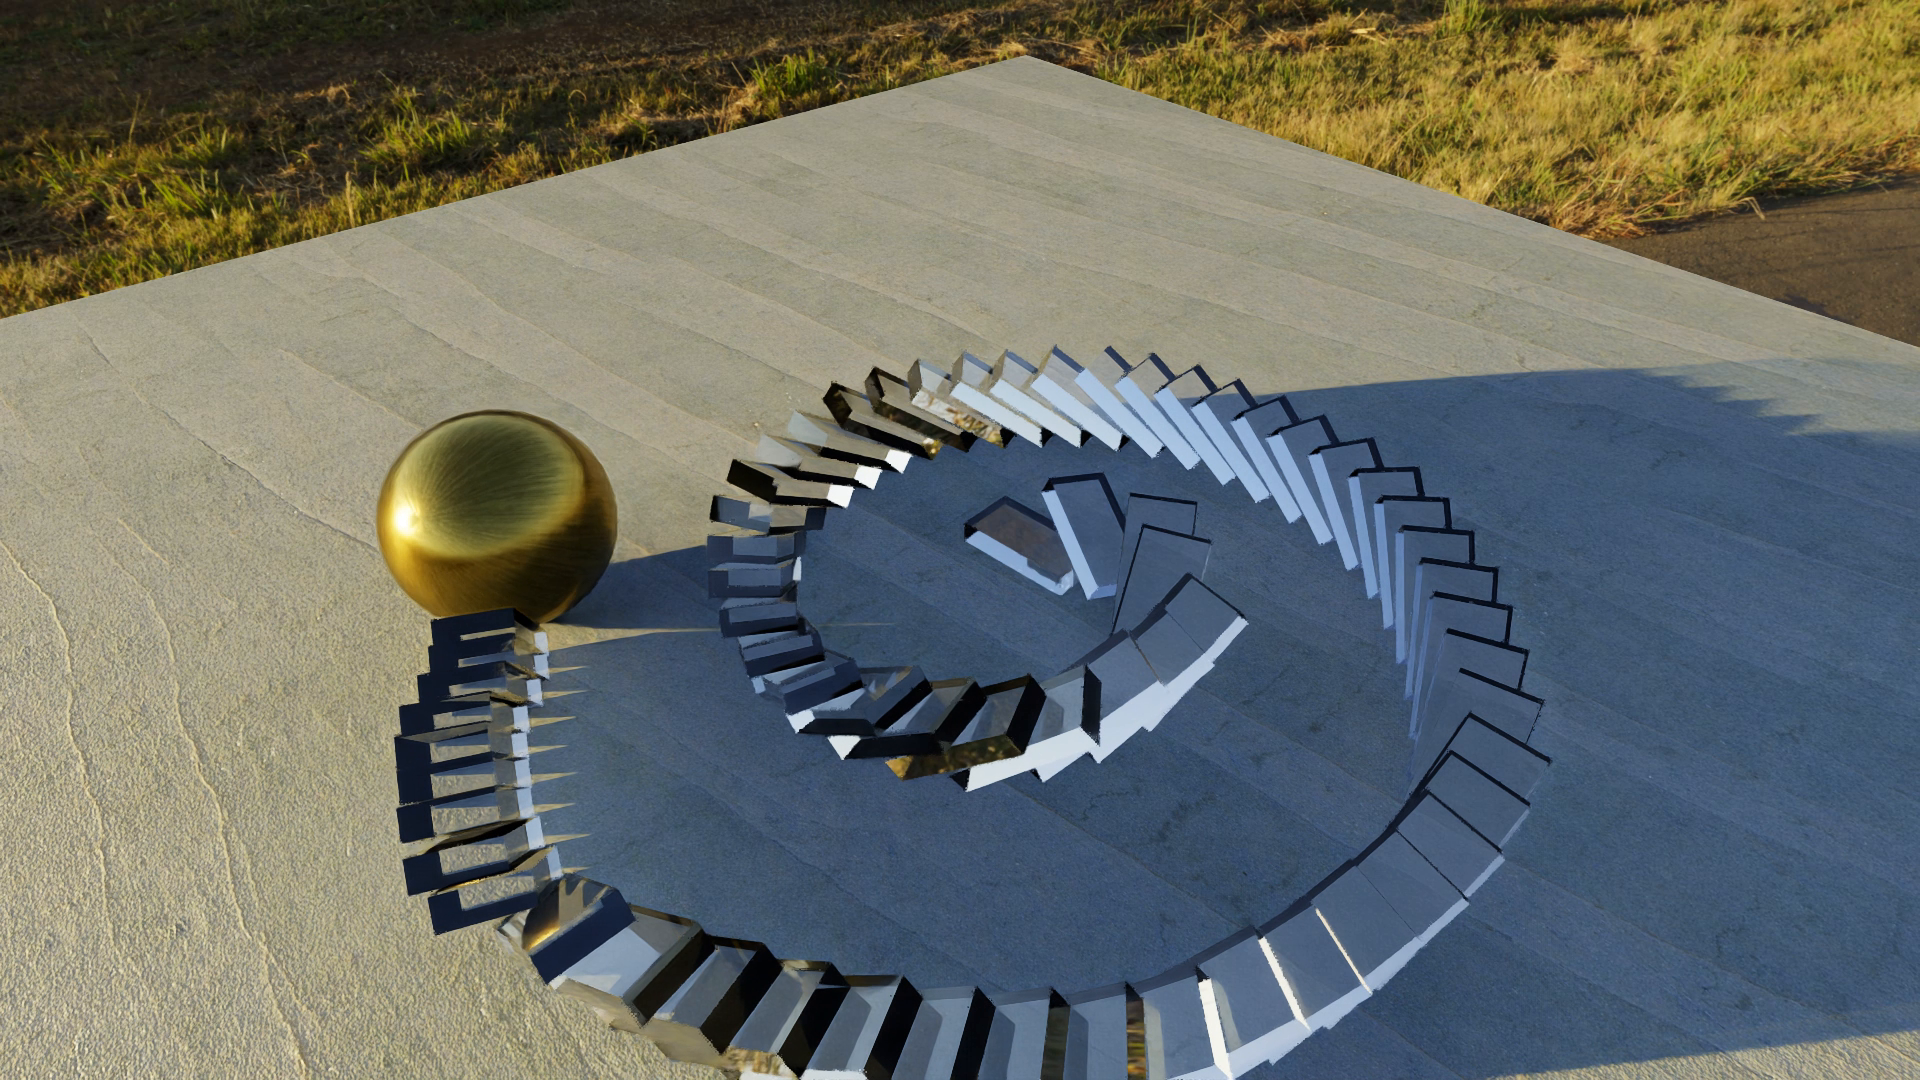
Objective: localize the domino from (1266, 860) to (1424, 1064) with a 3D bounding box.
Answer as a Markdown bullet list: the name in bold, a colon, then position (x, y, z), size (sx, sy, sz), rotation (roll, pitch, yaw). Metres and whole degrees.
- **domino**: position (0.092, 0.110, 0.289), size (0.050, 0.009, 0.025), rotation (-40, 46, 3)

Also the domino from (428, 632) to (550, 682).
- **domino**: position (-0.155, 0.041, 0.365), size (0.025, 0.050, 0.009), rotation (-9, 78, -11)

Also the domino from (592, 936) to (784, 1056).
- **domino**: position (-0.071, 0.115, 0.283), size (0.050, 0.009, 0.025), rotation (-12, 26, 41)

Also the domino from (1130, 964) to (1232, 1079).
- **domino**: position (0.039, 0.125, 0.270), size (0.050, 0.009, 0.025), rotation (-27, 35, 19)

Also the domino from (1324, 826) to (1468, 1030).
- **domino**: position (0.108, 0.104, 0.296), size (0.050, 0.010, 0.025), rotation (-43, 48, 1)

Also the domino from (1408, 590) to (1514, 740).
- **domino**: position (0.168, 0.044, 0.369), size (0.025, 0.010, 0.050), rotation (11, 73, 14)

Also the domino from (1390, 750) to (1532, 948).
- **domino**: position (0.137, 0.088, 0.316), size (0.050, 0.010, 0.025), rotation (-49, 54, -4)

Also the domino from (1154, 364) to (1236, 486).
- **domino**: position (0.111, -0.051, 0.486), size (0.025, 0.010, 0.050), rotation (-32, 82, -33)

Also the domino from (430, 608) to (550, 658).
- **domino**: position (-0.158, 0.034, 0.374), size (0.025, 0.050, 0.010), rotation (-9, 78, -11)

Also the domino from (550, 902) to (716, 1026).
- **domino**: position (-0.089, 0.110, 0.289), size (0.050, 0.010, 0.025), rotation (-10, 25, 46)

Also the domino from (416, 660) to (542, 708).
- **domino**: position (-0.154, 0.049, 0.356), size (0.025, 0.050, 0.009), rotation (-9, 78, -11)

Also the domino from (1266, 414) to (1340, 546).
- **domino**: position (0.150, -0.025, 0.454), size (0.025, 0.009, 0.050), rotation (-18, 76, -20)

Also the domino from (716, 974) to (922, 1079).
- **domino**: position (-0.036, 0.123, 0.274), size (0.050, 0.010, 0.025), rotation (-16, 29, 34)

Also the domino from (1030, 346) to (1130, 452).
- **domino**: position (0.057, -0.064, 0.501), size (0.050, 0.009, 0.025), rotation (36, 41, -10)

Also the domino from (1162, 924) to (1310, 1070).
- **domino**: position (0.058, 0.121, 0.276), size (0.050, 0.009, 0.025), rotation (-34, 40, 11)

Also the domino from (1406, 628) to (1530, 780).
- **domino**: position (0.164, 0.056, 0.355), size (0.025, 0.010, 0.050), rotation (16, 74, 19)

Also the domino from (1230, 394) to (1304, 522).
- **domino**: position (0.138, -0.035, 0.465), size (0.025, 0.009, 0.050), rotation (-22, 77, -24)

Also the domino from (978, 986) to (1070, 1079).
- **domino**: position (0.002, 0.126, 0.269), size (0.050, 0.009, 0.025), rotation (-21, 32, 27)

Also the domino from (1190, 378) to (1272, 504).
- **domino**: position (0.125, -0.043, 0.476), size (0.025, 0.010, 0.050), rotation (-28, 80, -30)

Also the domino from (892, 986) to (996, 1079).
- **domino**: position (-0.017, 0.125, 0.271), size (0.050, 0.010, 0.025), rotation (-18, 30, 31)

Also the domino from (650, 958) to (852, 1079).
- **domino**: position (-0.054, 0.119, 0.278), size (0.050, 0.010, 0.025), rotation (-14, 27, 37)

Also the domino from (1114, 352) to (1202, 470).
- **domino**: position (0.095, -0.058, 0.494), size (0.050, 0.009, 0.025), rotation (49, 52, 3)

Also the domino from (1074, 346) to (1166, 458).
- **domino**: position (0.078, -0.063, 0.500), size (0.050, 0.010, 0.025), rotation (44, 48, -1)

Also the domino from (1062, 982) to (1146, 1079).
- **domino**: position (0.020, 0.127, 0.268), size (0.050, 0.010, 0.025), rotation (-23, 33, 24)

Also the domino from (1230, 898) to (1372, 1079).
- **domino**: position (0.076, 0.117, 0.281), size (0.050, 0.009, 0.025), rotation (-36, 42, 8)

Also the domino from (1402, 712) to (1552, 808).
- **domino**: position (0.149, 0.079, 0.326), size (0.025, 0.010, 0.050), rotation (34, 83, 33)

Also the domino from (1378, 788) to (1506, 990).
- **domino**: position (0.123, 0.097, 0.305), size (0.050, 0.010, 0.025), rotation (-45, 50, -1)

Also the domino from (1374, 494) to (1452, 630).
- **domino**: position (0.171, 0.009, 0.413), size (0.025, 0.010, 0.050), rotation (2, 72, 1)

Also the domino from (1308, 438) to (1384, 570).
- **domino**: position (0.161, -0.015, 0.441), size (0.025, 0.009, 0.050), rotation (-10, 74, -12)

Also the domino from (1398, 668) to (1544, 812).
- **domino**: position (0.158, 0.068, 0.340), size (0.025, 0.009, 0.050), rotation (23, 78, 25)

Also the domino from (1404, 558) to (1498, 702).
- **domino**: position (0.171, 0.033, 0.383), size (0.025, 0.009, 0.050), rotation (9, 73, 11)

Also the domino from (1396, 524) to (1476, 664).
- **domino**: position (0.172, 0.021, 0.398), size (0.025, 0.010, 0.050), rotation (5, 72, 6)

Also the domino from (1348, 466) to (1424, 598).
- **domino**: position (0.168, -0.003, 0.427), size (0.025, 0.009, 0.050), rotation (-2, 72, -3)
